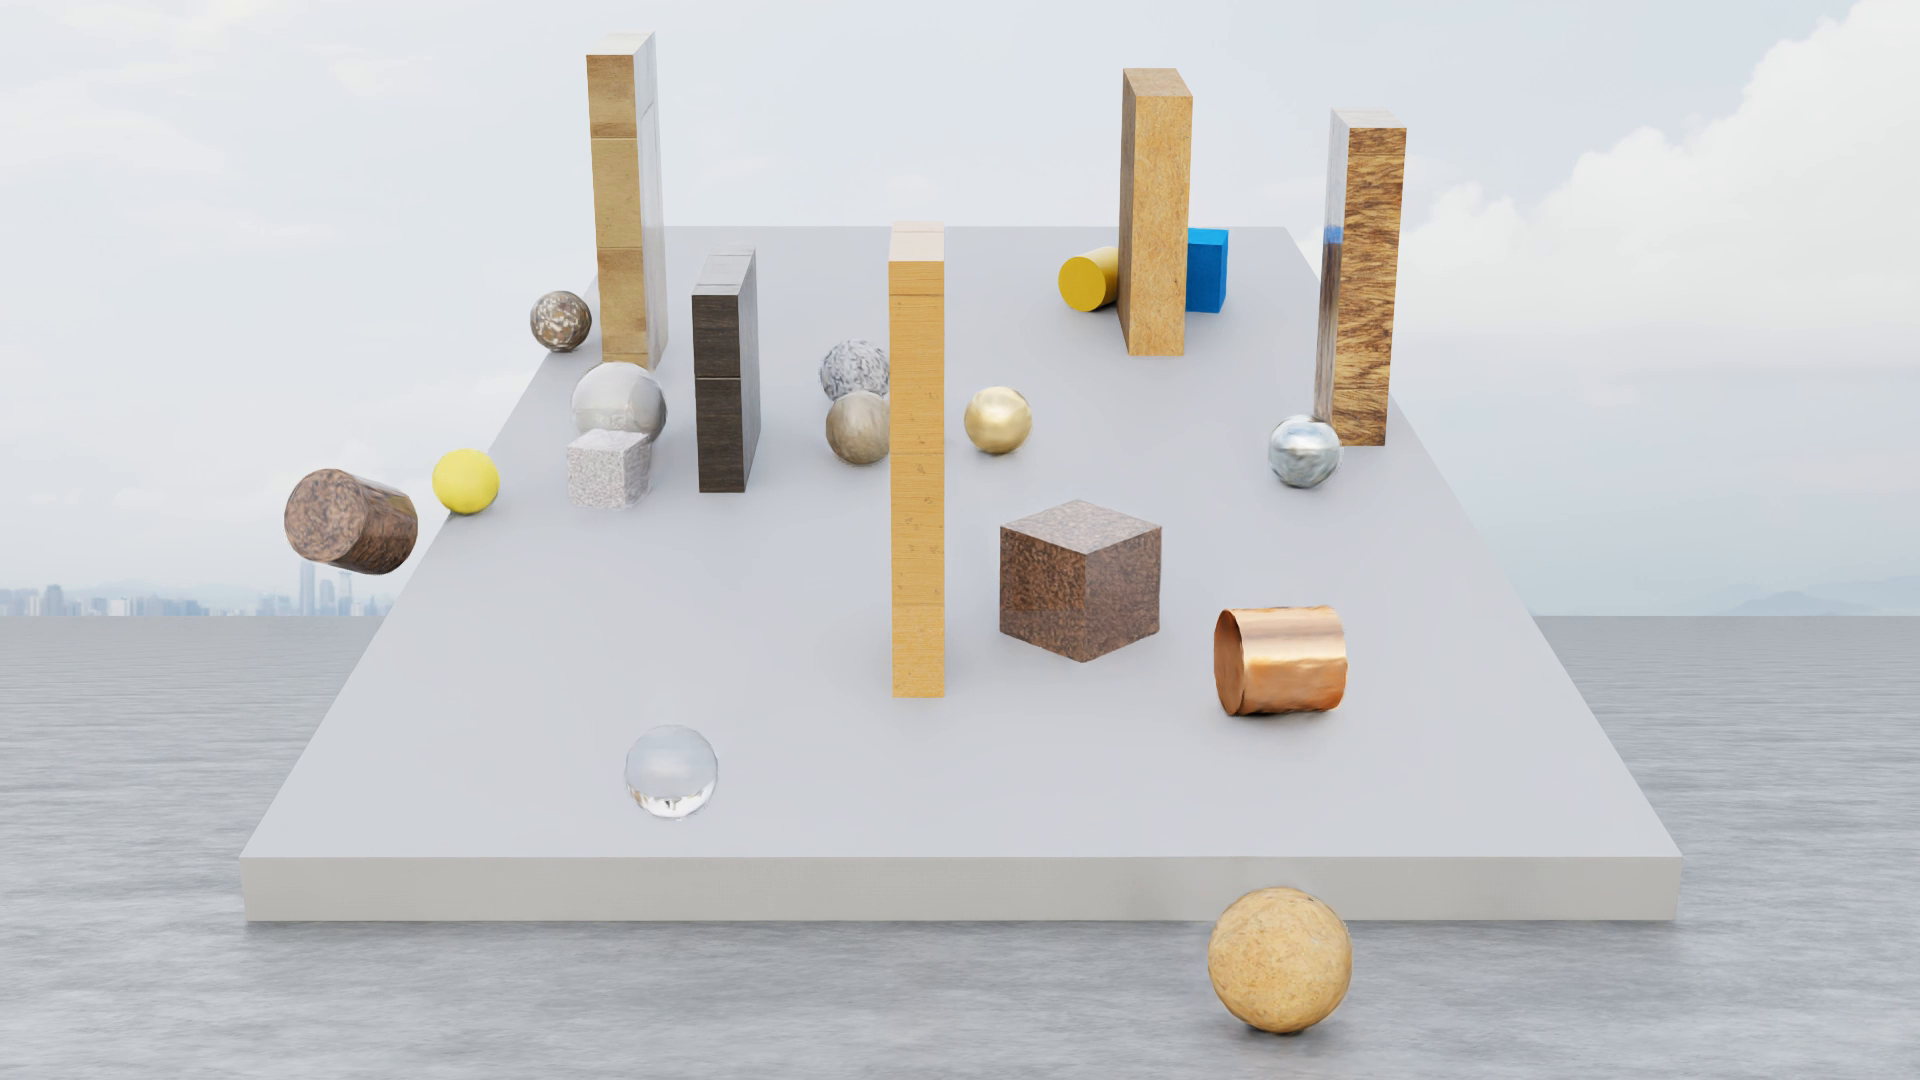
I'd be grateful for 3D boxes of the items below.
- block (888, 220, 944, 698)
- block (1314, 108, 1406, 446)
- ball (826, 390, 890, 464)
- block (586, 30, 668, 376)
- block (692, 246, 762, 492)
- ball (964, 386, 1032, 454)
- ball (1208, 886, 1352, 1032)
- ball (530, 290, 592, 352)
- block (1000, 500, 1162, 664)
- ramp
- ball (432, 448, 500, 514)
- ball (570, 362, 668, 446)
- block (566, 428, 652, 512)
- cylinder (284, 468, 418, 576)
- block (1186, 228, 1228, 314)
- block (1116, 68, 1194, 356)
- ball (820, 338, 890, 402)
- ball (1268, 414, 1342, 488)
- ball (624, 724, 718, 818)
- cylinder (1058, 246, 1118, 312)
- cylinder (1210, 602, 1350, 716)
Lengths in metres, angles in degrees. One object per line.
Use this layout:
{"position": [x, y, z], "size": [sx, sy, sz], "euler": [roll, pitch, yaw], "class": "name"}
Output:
{"position": [-0.067, -0.131, 3.654], "size": [0.083, 0.715, 0.280], "euler": [0, 20, 0], "class": "block"}
{"position": [0.853, -0.565, 4.874], "size": [0.117, 0.682, 0.247], "euler": [0, 20, 0], "class": "block"}
{"position": [-0.204, -0.234, 4.737], "size": [0.154, 0.154, 0.154], "euler": [0, -2, 0], "class": "ball"}
{"position": [-0.778, -0.788, 5.353], "size": [0.105, 0.762, 0.399], "euler": [0, 20, 0], "class": "block"}
{"position": [-0.481, -0.361, 4.711], "size": [0.091, 0.410, 0.427], "euler": [0, 20, 0], "class": "block"}
{"position": [0.081, -0.253, 4.805], "size": [0.144, 0.144, 0.144], "euler": [0, -2, 0], "class": "ball"}
{"position": [0.330, 0.433, 2.348], "size": [0.149, 0.149, 0.149], "euler": [0, -2, 0], "class": "ball"}
{"position": [-0.977, -0.536, 5.554], "size": [0.150, 0.150, 0.150], "euler": [0, -2, 0], "class": "ball"}
{"position": [0.205, 0.067, 3.870], "size": [0.194, 0.194, 0.194], "euler": [19, 28, 41], "class": "block"}
{"position": [-0.005, -0.210, 5.038], "size": [2.000, 0.100, 4.000], "euler": [0, 20, 0], "class": "ramp"}
{"position": [-0.968, -0.116, 4.450], "size": [0.130, 0.130, 0.130], "euler": [0, -2, 0], "class": "ball"}
{"position": [-0.716, -0.275, 4.778], "size": [0.201, 0.201, 0.201], "euler": [0, -2, 0], "class": "ball"}
{"position": [-0.698, -0.141, 4.529], "size": [0.122, 0.122, 0.122], "euler": [6, 21, 16], "class": "block"}
{"position": [-1.138, -0.032, 4.251], "size": [0.176, 0.176, 0.176], "euler": [-1, -9, 19], "class": "cylinder"}
{"position": [0.606, -0.714, 5.994], "size": [0.181, 0.181, 0.181], "euler": [4, 21, 11], "class": "block"}
{"position": [0.478, -0.820, 5.637], "size": [0.133, 0.629, 0.436], "euler": [0, 20, 0], "class": "block"}
{"position": [-0.233, -0.371, 5.097], "size": [0.160, 0.160, 0.160], "euler": [0, -2, 0], "class": "ball"}
{"position": [0.698, -0.182, 4.608], "size": [0.148, 0.148, 0.148], "euler": [0, -2, 0], "class": "ball"}
{"position": [-0.412, 0.330, 3.244], "size": [0.134, 0.134, 0.134], "euler": [0, -2, 0], "class": "ball"}
{"position": [0.359, -0.687, 5.975], "size": [0.146, 0.146, 0.146], "euler": [-1, 16, 37], "class": "cylinder"}
{"position": [0.502, 0.188, 3.578], "size": [0.165, 0.165, 0.165], "euler": [8, -4, -16], "class": "cylinder"}
